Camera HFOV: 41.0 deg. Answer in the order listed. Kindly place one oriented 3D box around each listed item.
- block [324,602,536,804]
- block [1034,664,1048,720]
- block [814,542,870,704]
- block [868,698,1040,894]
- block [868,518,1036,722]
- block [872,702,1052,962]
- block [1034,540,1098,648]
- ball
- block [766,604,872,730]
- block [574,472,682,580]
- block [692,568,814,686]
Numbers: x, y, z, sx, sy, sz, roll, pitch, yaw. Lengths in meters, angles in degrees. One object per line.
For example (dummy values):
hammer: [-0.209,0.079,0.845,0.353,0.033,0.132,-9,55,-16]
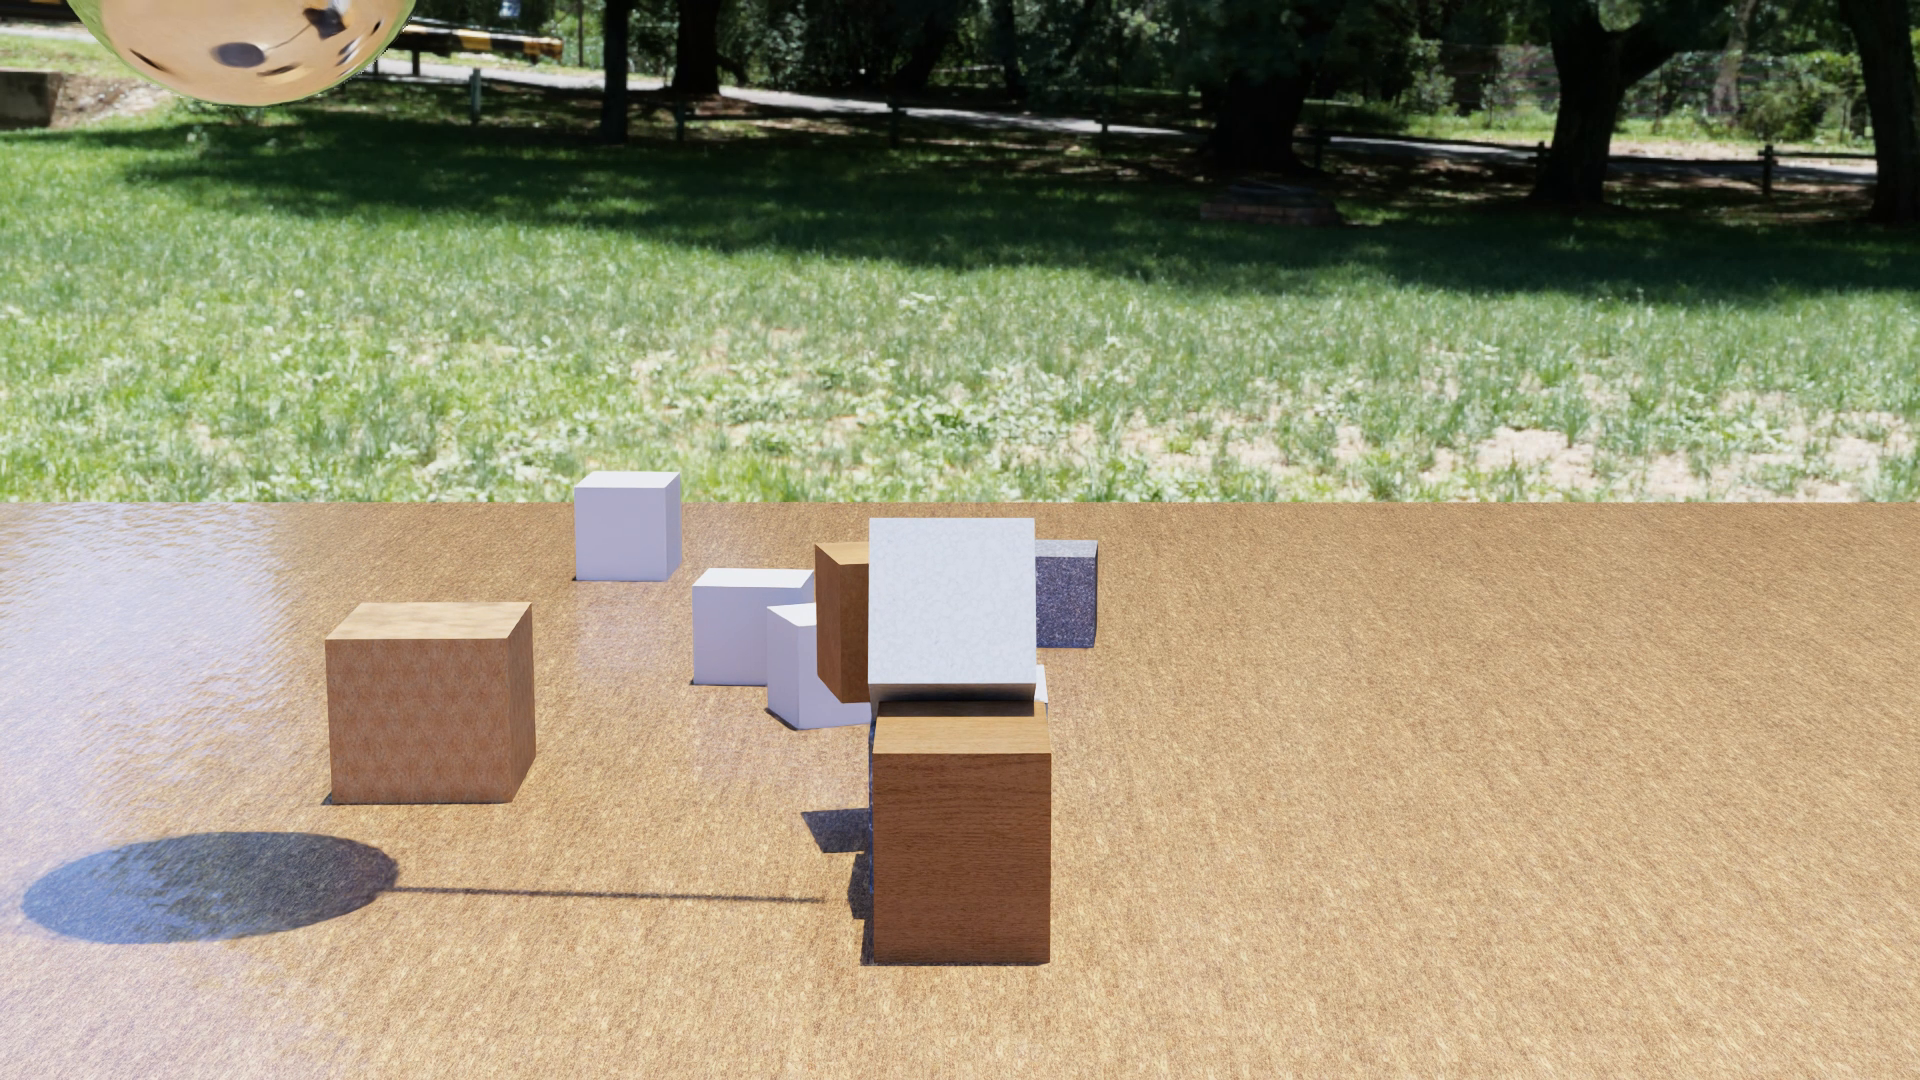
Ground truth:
block: [-2.634,0.802,12.865,0.873,0.819,0.862,0,10,-1]
block: [0.004,1.004,12.179,0.803,0.667,0.764,0,10,0]
block: [-0.235,0.364,11.982,0.773,0.637,0.687,-2,8,-12]
block: [-0.014,1.128,11.432,0.758,0.691,0.729,0,10,0]
block: [-0.035,0.353,11.088,0.700,0.722,0.681,0,-18,0]
block: [0.008,1.190,10.603,0.705,0.866,0.852,0,10,0]
block: [0.573,0.331,16.152,0.565,0.571,0.584,1,10,5]
ball: [-3.001,-2.620,10.704,1.600,1.600,1.600,0,10,0]
block: [-0.696,0.681,14.209,0.604,0.576,0.549,-4,11,-22]
block: [-2.358,-0.105,18.292,0.639,0.663,0.718,0,10,2]
block: [-1.211,0.509,15.127,0.633,0.585,0.536,1,10,5]
